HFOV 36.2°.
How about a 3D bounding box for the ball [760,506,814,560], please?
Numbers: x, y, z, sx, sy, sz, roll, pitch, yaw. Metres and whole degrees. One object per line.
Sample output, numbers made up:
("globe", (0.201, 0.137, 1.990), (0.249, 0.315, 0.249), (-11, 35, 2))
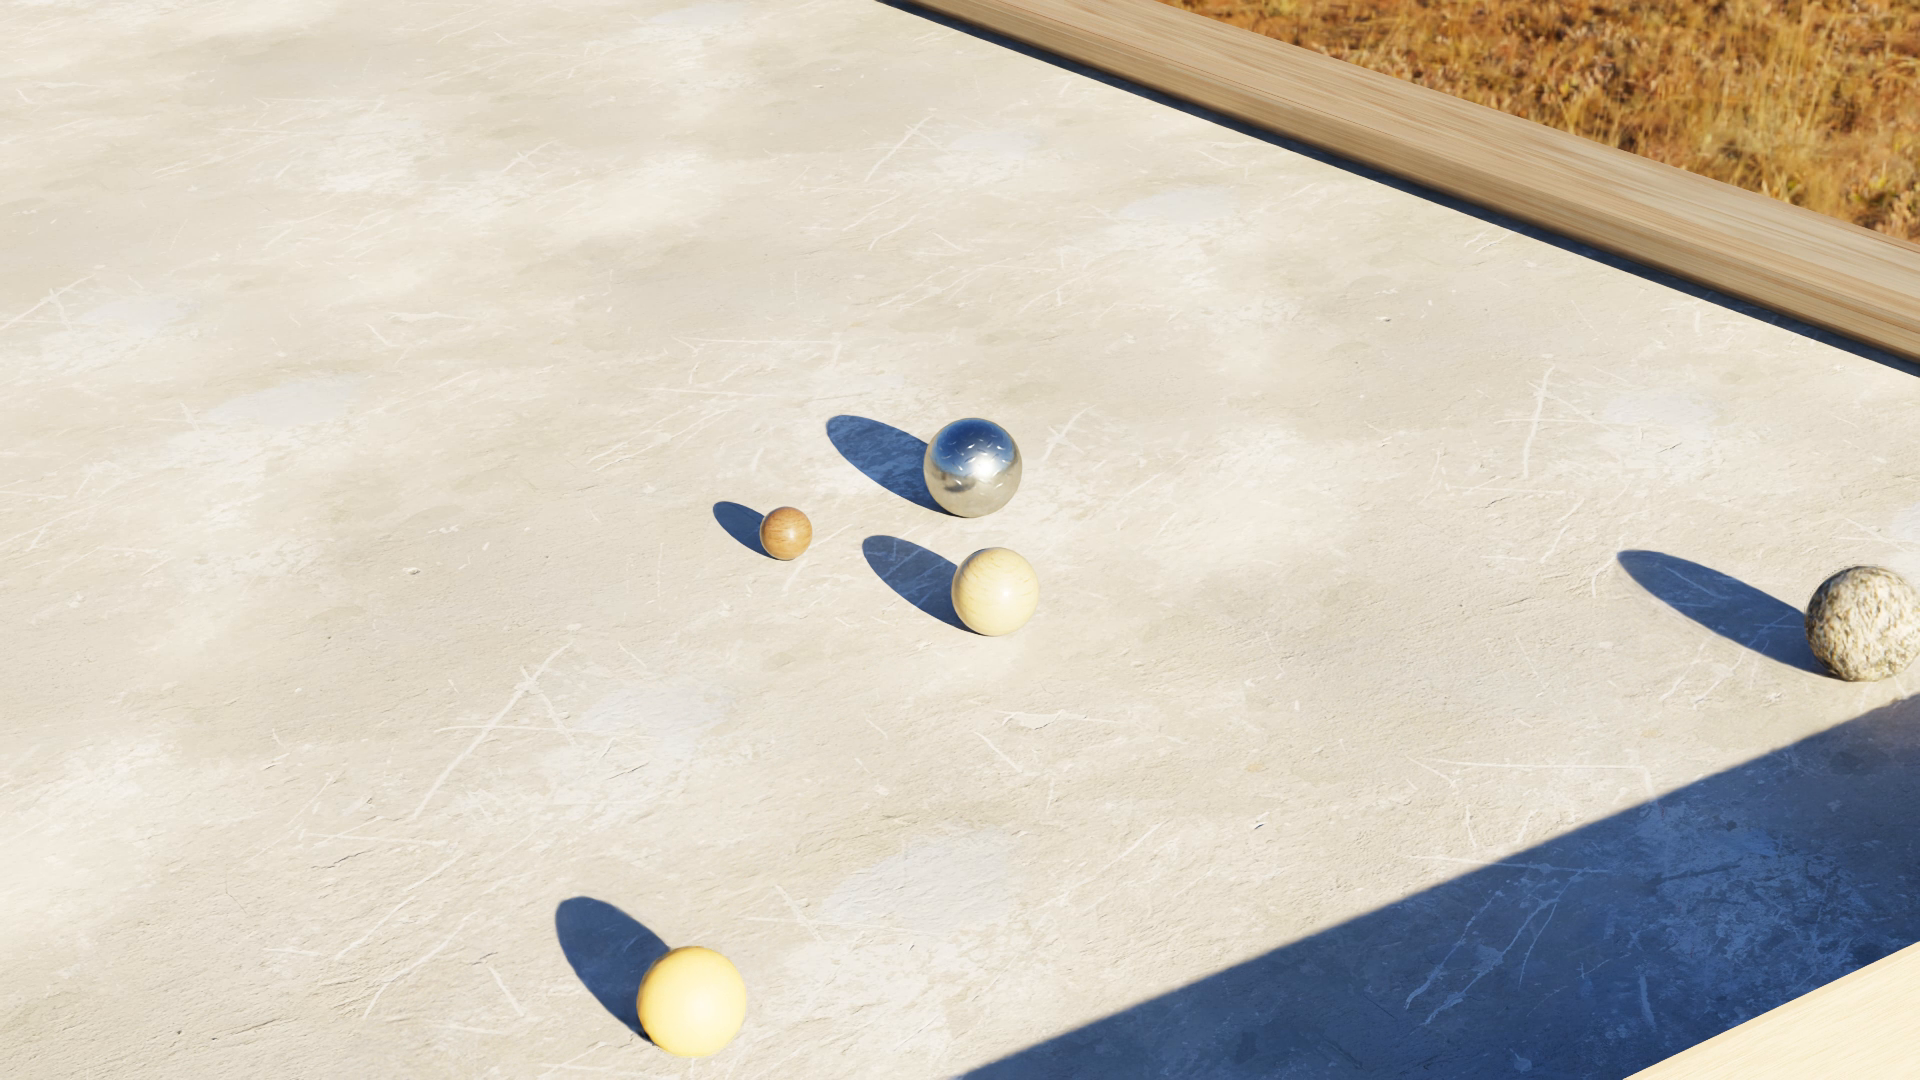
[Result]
("ball", (-0.134, -0.005, 2.274), (0.042, 0.042, 0.042), (0, 24, 0))

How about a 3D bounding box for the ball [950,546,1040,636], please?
("ball", (0.026, 0.038, 2.149), (0.065, 0.065, 0.065), (0, 24, 0))

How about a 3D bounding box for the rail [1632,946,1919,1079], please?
("rail", (0.480, 0.262, 1.592), (1.962, 0.107, 0.045), (-16, 29, -31))

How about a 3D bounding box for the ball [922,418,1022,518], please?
("ball", (0.010, -0.058, 2.344), (0.080, 0.080, 0.080), (0, 24, 0))

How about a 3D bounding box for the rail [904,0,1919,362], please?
("rail", (0.294, -0.533, 3.371), (0.045, 0.107, 3.462), (-16, 29, -31))

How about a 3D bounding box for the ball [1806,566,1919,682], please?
("ball", (0.640, 0.059, 2.078), (0.083, 0.083, 0.083), (0, 24, 0))

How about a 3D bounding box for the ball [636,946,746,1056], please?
("ball", (-0.151, 0.260, 1.656), (0.062, 0.062, 0.062), (0, 24, 0))
